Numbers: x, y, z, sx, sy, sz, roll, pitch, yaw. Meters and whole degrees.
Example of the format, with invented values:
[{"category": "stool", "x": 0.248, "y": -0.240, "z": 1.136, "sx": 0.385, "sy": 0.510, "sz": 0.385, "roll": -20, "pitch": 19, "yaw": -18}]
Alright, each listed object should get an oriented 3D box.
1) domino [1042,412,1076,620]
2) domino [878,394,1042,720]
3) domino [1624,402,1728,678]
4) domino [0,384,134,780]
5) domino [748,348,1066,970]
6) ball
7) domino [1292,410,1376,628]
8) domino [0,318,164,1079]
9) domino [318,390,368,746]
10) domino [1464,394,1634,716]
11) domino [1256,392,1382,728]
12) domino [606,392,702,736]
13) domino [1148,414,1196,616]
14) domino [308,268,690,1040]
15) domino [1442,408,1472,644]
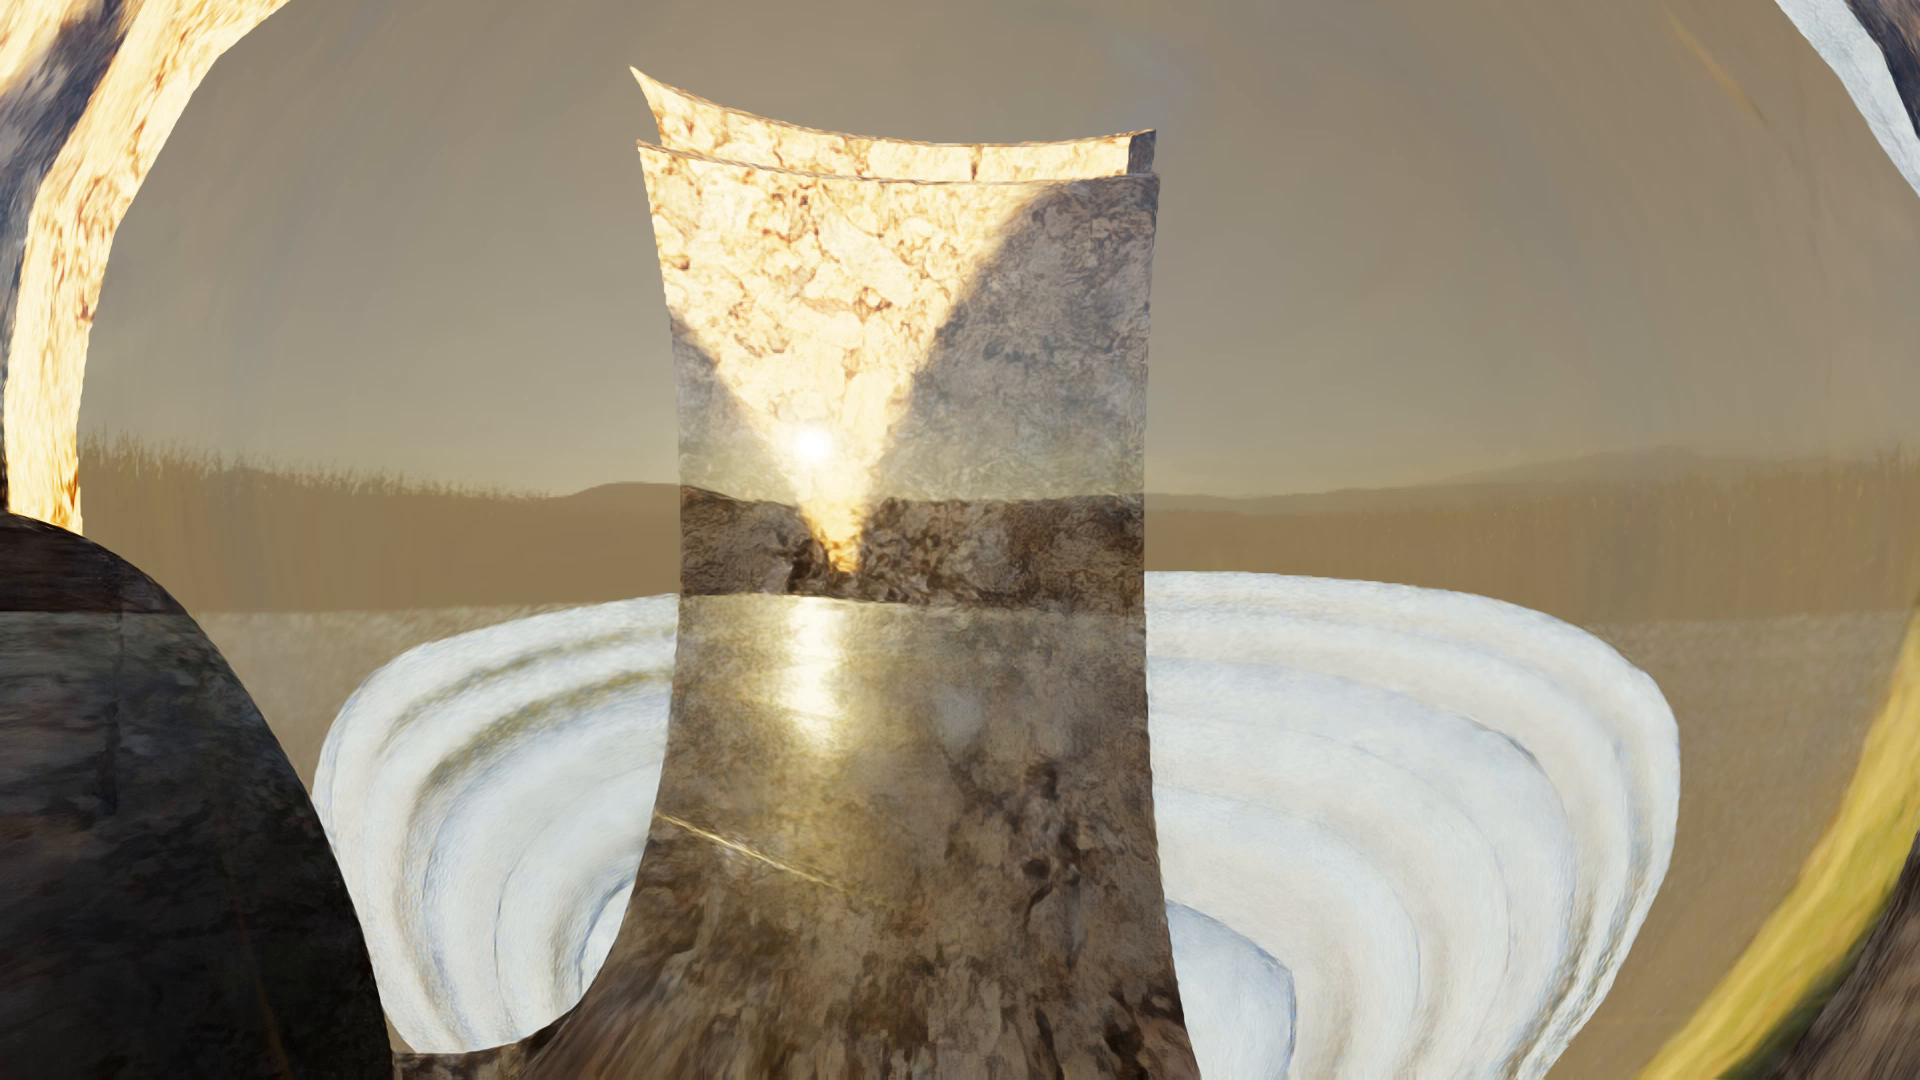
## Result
[{"category": "domino", "x": 0.016, "y": -0.007, "z": 0.321, "sx": 0.025, "sy": 0.050, "sz": 0.009, "roll": 4, "pitch": 6, "yaw": 41}, {"category": "domino", "x": 0.000, "y": 0.002, "z": 0.201, "sx": 0.025, "sy": 0.050, "sz": 0.010, "roll": 0, "pitch": 4, "yaw": 0}, {"category": "domino", "x": 0.126, "y": 0.000, "z": 0.239, "sx": 0.025, "sy": 0.050, "sz": 0.010, "roll": 1, "pitch": 4, "yaw": 15}, {"category": "domino", "x": -0.123, "y": 0.005, "z": 0.172, "sx": 0.025, "sy": 0.050, "sz": 0.010, "roll": 3, "pitch": 5, "yaw": 35}, {"category": "domino", "x": -0.004, "y": 0.009, "z": 0.109, "sx": 0.025, "sy": 0.050, "sz": 0.010, "roll": 1, "pitch": 4, "yaw": 10}, {"category": "ball", "x": 0.001, "y": -0.002, "z": 0.054, "sx": 0.080, "sy": 0.080, "sz": 0.080, "roll": 0, "pitch": 4, "yaw": 0}, {"category": "domino", "x": 0.090, "y": -0.006, "z": 0.309, "sx": 0.009, "sy": 0.050, "sz": 0.025, "roll": 4, "pitch": 6, "yaw": 39}, {"category": "domino", "x": -0.064, "y": 0.012, "z": 0.076, "sx": 0.010, "sy": 0.050, "sz": 0.025, "roll": 2, "pitch": 5, "yaw": 24}, {"category": "domino", "x": -0.087, "y": 0.003, "z": 0.192, "sx": 0.010, "sy": 0.050, "sz": 0.025, "roll": -1, "pitch": 4, "yaw": -17}, {"category": "domino", "x": 0.097, "y": 0.002, "z": 0.213, "sx": 0.009, "sy": 0.050, "sz": 0.025, "roll": -1, "pitch": 5, "yaw": -19}, {"category": "domino", "x": 0.056, "y": 0.002, "z": 0.204, "sx": 0.010, "sy": 0.050, "sz": 0.025, "roll": 0, "pitch": 4, "yaw": -7}, {"category": "domino", "x": -0.047, "y": 0.003, "z": 0.198, "sx": 0.009, "sy": 0.050, "sz": 0.025, "roll": 0, "pitch": 4, "yaw": -4}, {"category": "domino", "x": 0.055, "y": -0.007, "z": 0.329, "sx": 0.009, "sy": 0.050, "sz": 0.025, "roll": 1, "pitch": 4, "yaw": 15}, {"category": "domino", "x": -0.037, "y": 0.008, "z": 0.096, "sx": 0.010, "sy": 0.050, "sz": 0.025, "roll": -3, "pitch": -30, "yaw": -40}, {"category": "domino", "x": 0.117, "y": -0.003, "z": 0.278, "sx": 0.025, "sy": 0.050, "sz": 0.009, "roll": -3, "pitch": 5, "yaw": -32}]
